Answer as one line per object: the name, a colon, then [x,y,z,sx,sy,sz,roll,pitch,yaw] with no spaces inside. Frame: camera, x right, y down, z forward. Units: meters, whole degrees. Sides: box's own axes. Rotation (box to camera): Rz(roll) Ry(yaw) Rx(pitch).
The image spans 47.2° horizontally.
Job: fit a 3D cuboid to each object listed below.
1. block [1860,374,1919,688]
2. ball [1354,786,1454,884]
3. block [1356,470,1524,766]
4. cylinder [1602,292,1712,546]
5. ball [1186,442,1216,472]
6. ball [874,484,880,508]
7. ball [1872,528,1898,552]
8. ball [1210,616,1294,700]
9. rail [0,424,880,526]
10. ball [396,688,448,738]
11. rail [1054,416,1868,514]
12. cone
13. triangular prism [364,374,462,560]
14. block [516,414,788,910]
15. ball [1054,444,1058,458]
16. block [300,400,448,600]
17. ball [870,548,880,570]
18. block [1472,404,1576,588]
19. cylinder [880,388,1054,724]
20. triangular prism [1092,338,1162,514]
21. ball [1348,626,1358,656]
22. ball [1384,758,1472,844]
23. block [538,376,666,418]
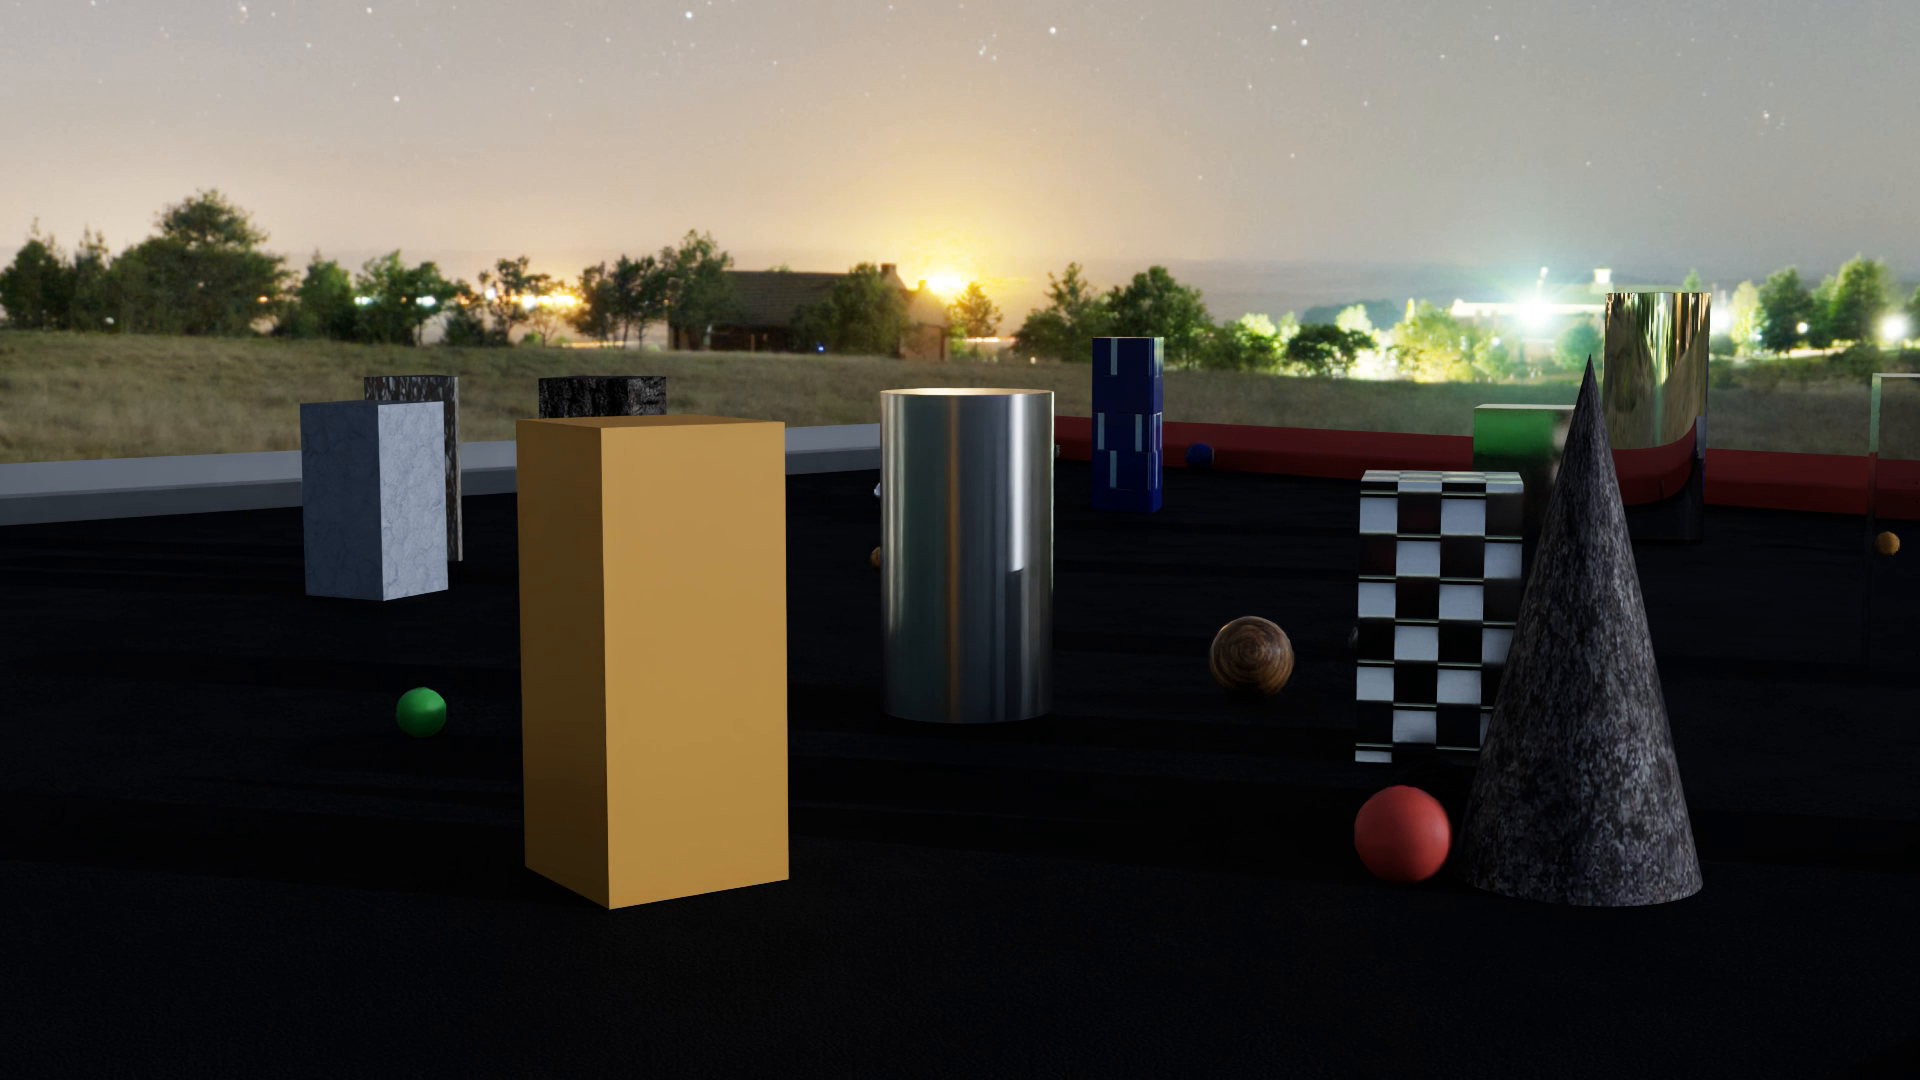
block: [1.177,-0.015,2.642,0.154,0.365,0.154,2,6,19]
ball: [0.344,0.229,1.706,0.076,0.076,0.076,0,6,0]
block: [0.482,0.074,2.215,0.154,0.277,0.154,1,6,12]
cylinder: [1.328,-0.234,4.207,0.192,0.474,0.192,0,6,0]
ball: [0.662,-0.228,6.042,0.078,0.078,0.078,0,6,0]
ball: [-0.155,-0.096,4.826,0.070,0.070,0.070,0,6,0]
ball: [1.698,0.001,4.034,0.043,0.043,0.043,0,6,0]
ball: [0.332,0.135,2.505,0.096,0.096,0.096,0,6,0]
rail: [-1.490,-0.136,4.938,4.828,0.125,0.045,-6,8,-42]
ball: [-0.560,0.180,2.287,0.053,0.053,0.053,0,6,0]
rail: [1.757,-0.137,4.944,0.045,0.125,4.441,-6,8,-42]
cone: [0.486,0.059,1.718,0.192,0.411,0.192,0,6,0]
triangular prism: [-0.963,-0.133,3.958,0.166,0.325,0.144,0,6,4]
block: [-0.241,0.085,1.723,0.154,0.358,0.154,-4,7,-34]
ball: [0.267,-0.264,6.510,0.052,0.052,0.052,0,6,0]
block: [-0.918,-0.066,3.451,0.154,0.299,0.154,3,7,25]
ball: [-0.131,0.032,3.740,0.042,0.042,0.042,0,6,0]
block: [0.923,-0.075,3.590,0.154,0.286,0.154,2,6,19]
cylinder: [0.007,0.012,2.445,0.192,0.354,0.192,0,6,0]
triangular prism: [0.403,-0.259,4.887,0.166,0.381,0.144,5,8,42]
ball: [0.518,0.130,2.805,0.044,0.044,0.044,0,6,0]
ball: [0.386,0.218,1.813,0.076,0.076,0.076,0,6,0]
block: [-0.577,-0.097,3.576,0.154,0.334,0.154,2,6,15]
